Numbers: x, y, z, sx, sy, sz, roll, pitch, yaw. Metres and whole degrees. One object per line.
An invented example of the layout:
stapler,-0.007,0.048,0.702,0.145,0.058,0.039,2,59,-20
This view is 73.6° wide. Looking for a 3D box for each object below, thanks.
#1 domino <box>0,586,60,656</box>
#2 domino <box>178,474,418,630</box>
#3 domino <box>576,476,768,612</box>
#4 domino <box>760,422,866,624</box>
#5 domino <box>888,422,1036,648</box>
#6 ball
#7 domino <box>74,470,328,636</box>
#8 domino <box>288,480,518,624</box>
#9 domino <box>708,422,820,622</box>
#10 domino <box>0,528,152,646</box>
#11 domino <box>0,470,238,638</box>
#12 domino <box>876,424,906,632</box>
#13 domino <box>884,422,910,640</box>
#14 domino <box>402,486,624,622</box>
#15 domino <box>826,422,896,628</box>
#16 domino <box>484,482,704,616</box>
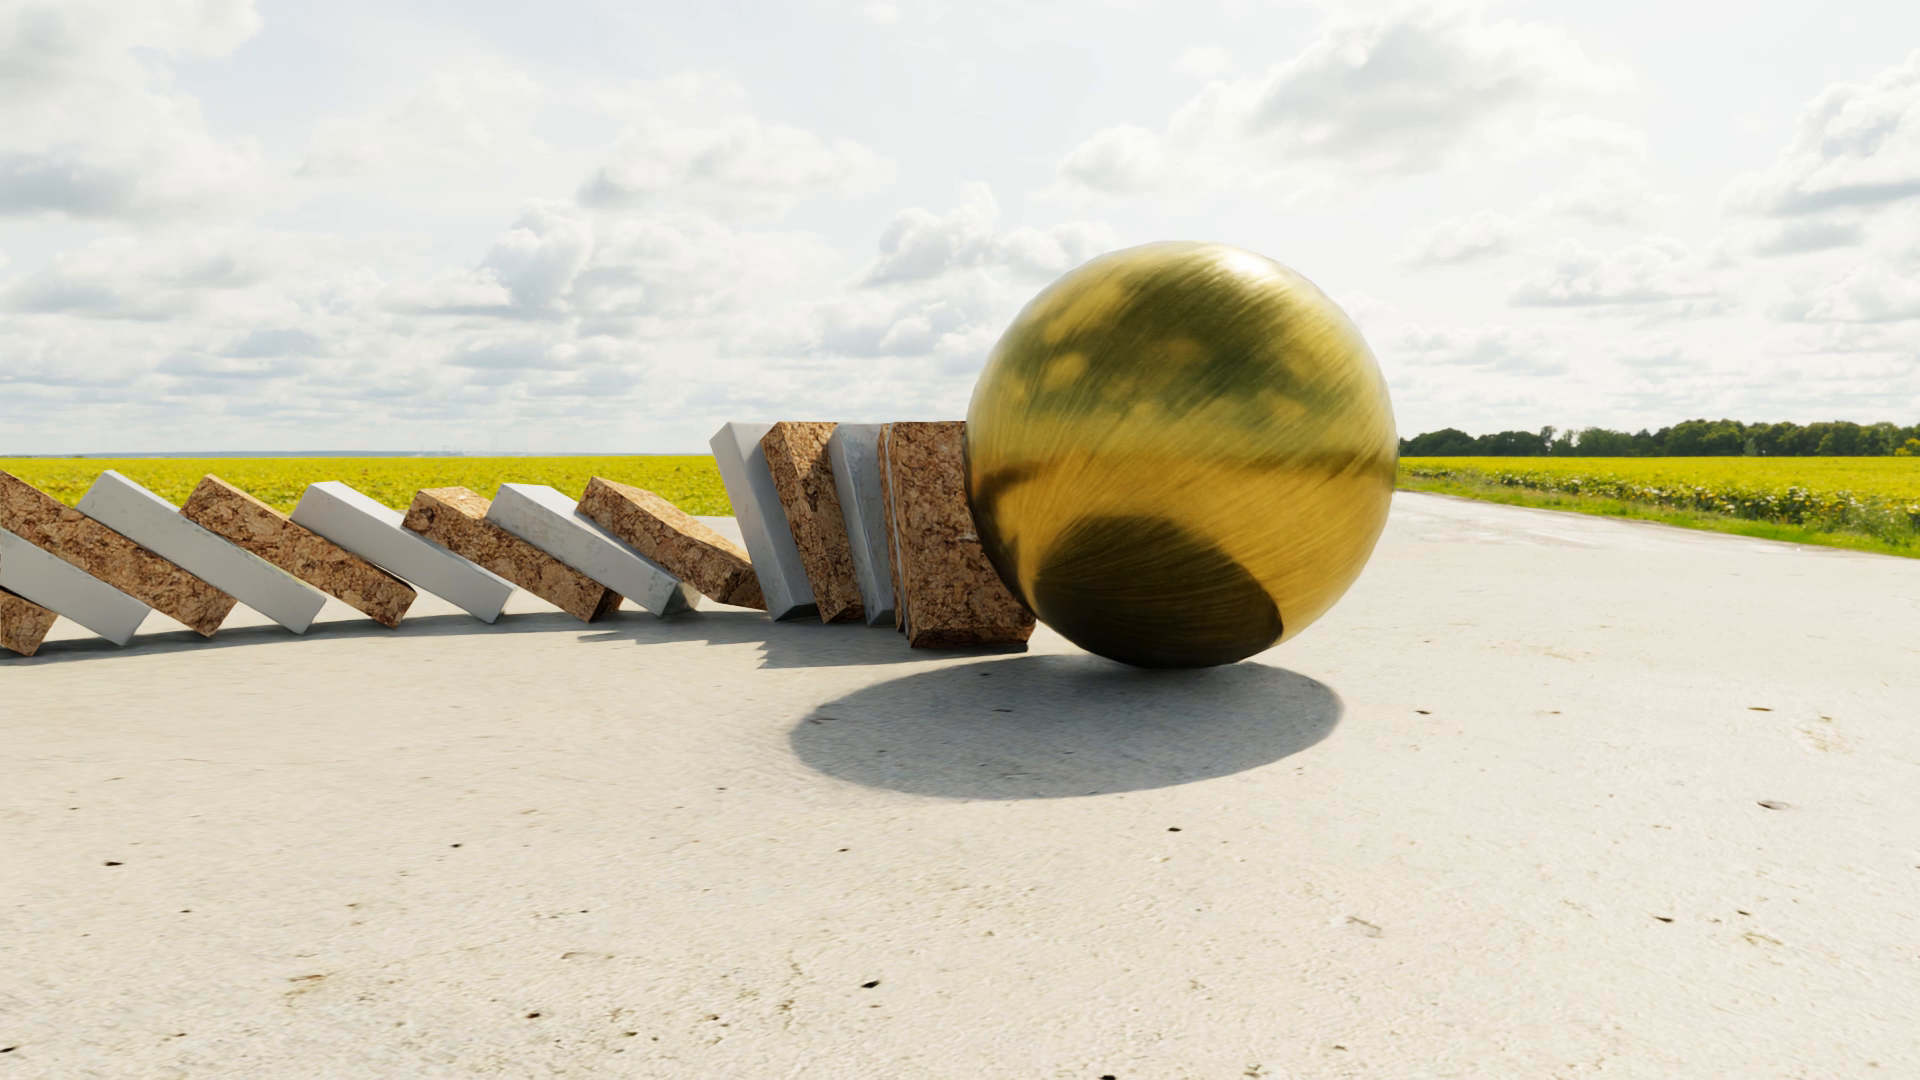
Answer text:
domino,-0.208,0.007,0.253,0.050,0.009,0.025,35,-18,-34
domino,-0.152,0.003,0.296,0.050,0.009,0.025,36,-13,-25
domino,-0.070,0.001,0.324,0.050,0.009,0.025,30,5,25
domino,-0.029,-0.005,0.316,0.025,0.050,0.009,-4,-24,-44
domino,0.000,-0.002,0.277,0.025,0.050,0.010,-1,-28,-13
ball,0.040,-0.016,0.241,0.080,0.080,0.080,0,4,0
domino,-0.168,0.003,0.285,0.050,0.010,0.025,38,-15,-27
domino,-0.132,0.003,0.309,0.050,0.009,0.025,30,-3,-14
domino,-0.042,-0.005,0.319,0.025,0.050,0.009,-4,-24,-46
domino,-0.195,0.004,0.264,0.050,0.009,0.025,41,-21,-33
domino,-0.183,0.003,0.275,0.050,0.009,0.025,39,-20,-29
domino,-0.004,-0.004,0.300,0.025,0.050,0.010,-1,-28,-13
domino,-0.002,-0.003,0.289,0.025,0.050,0.010,-1,-28,-13
domino,-0.108,0.003,0.317,0.050,0.009,0.025,28,4,-1
domino,-0.014,-0.005,0.310,0.025,0.050,0.009,-2,-27,-27
domino,-0.089,0.002,0.319,0.050,0.009,0.025,28,4,6
